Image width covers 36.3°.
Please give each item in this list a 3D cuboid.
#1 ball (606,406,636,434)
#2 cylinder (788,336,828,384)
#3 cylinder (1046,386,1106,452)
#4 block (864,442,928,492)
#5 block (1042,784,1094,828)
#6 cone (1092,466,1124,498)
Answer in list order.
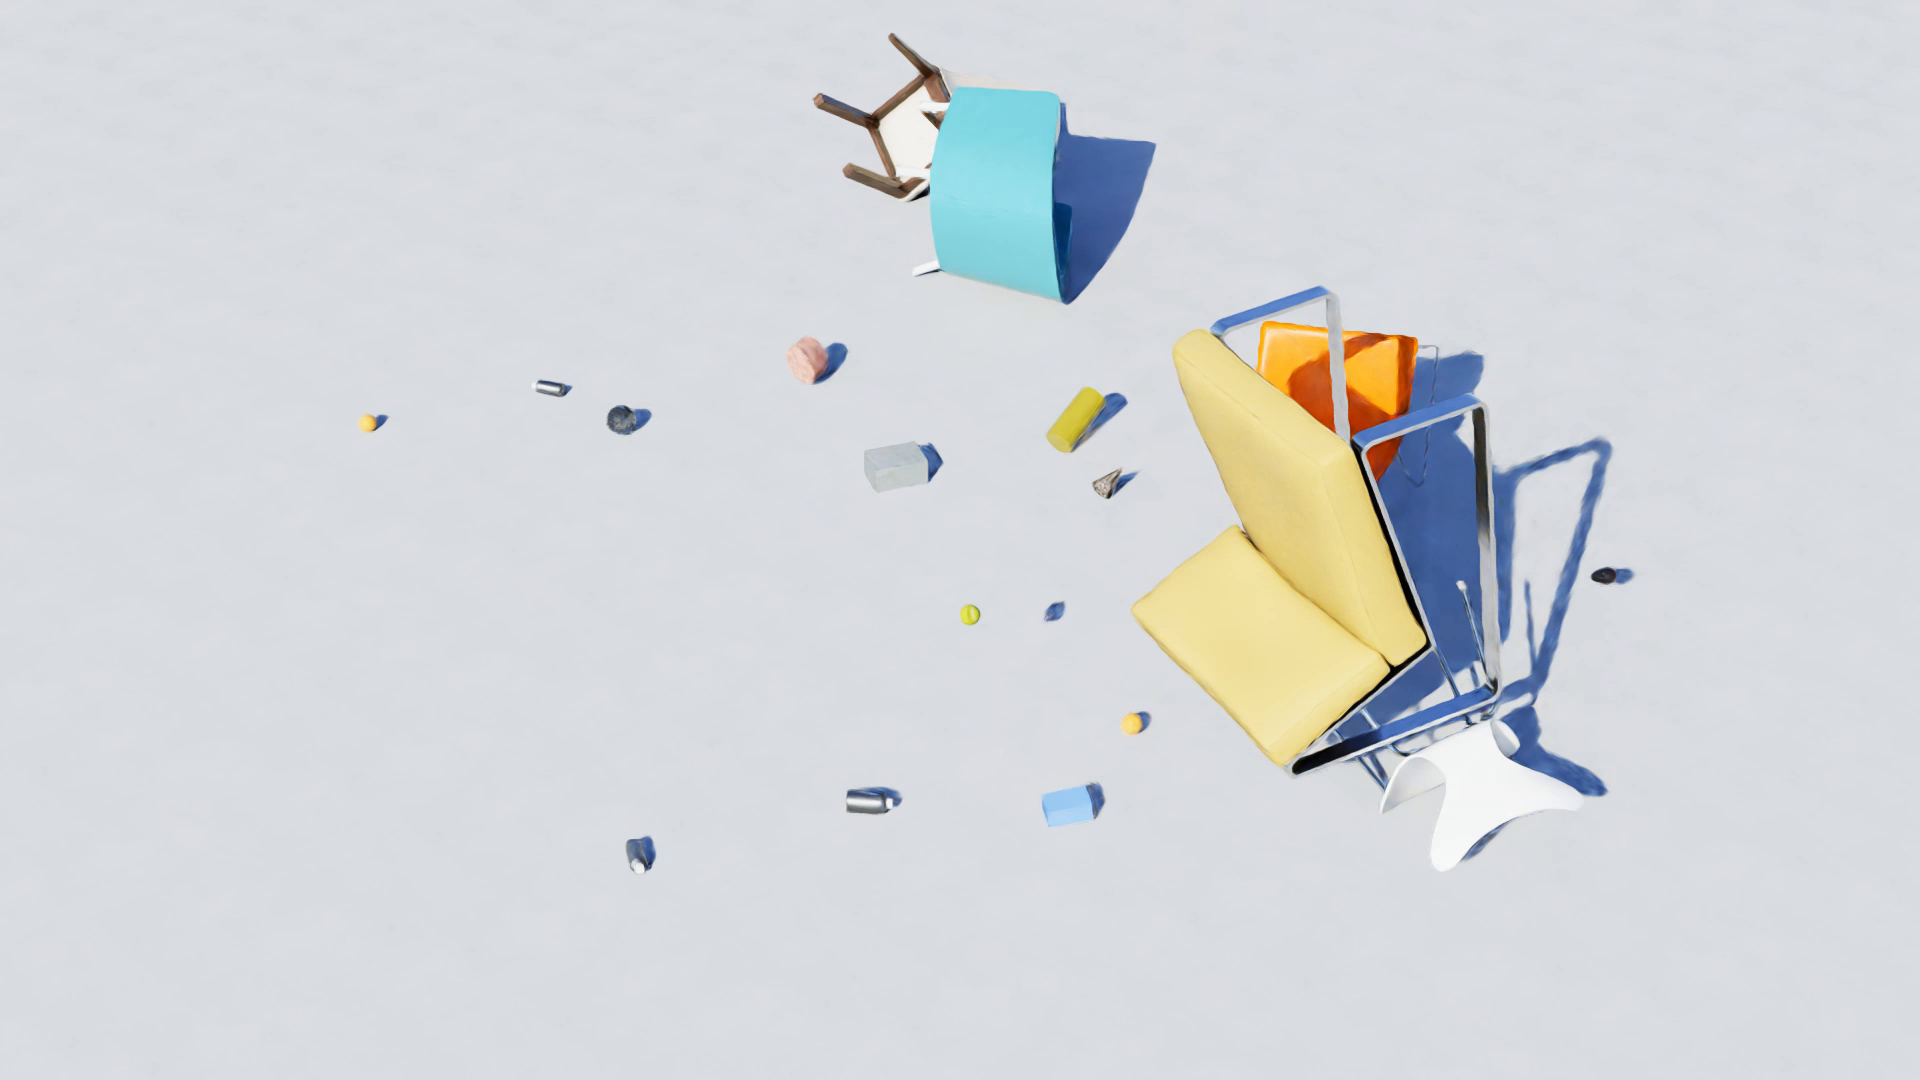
[{"bbox_3d":[-1.336,-0.474,11.558,0.116,0.116,0.116,0,33,0],"label":"ball"},{"bbox_3d":[-0.615,-0.729,11.860,0.104,0.167,0.117,-20,15,38],"label":"cylinder"},{"bbox_3d":[0.453,-0.472,11.472,0.116,0.113,0.256,42,67,-9],"label":"cylinder"},{"bbox_3d":[-0.248,-0.282,11.281,0.211,0.100,0.155,-11,35,-16],"label":"block"},{"bbox_3d":[0.349,0.868,9.547,0.148,0.068,0.094,-12,37,-6],"label":"block"},{"bbox_3d":[0.579,-0.234,11.147,0.092,0.142,0.074,44,35,3],"label":"cone"}]
